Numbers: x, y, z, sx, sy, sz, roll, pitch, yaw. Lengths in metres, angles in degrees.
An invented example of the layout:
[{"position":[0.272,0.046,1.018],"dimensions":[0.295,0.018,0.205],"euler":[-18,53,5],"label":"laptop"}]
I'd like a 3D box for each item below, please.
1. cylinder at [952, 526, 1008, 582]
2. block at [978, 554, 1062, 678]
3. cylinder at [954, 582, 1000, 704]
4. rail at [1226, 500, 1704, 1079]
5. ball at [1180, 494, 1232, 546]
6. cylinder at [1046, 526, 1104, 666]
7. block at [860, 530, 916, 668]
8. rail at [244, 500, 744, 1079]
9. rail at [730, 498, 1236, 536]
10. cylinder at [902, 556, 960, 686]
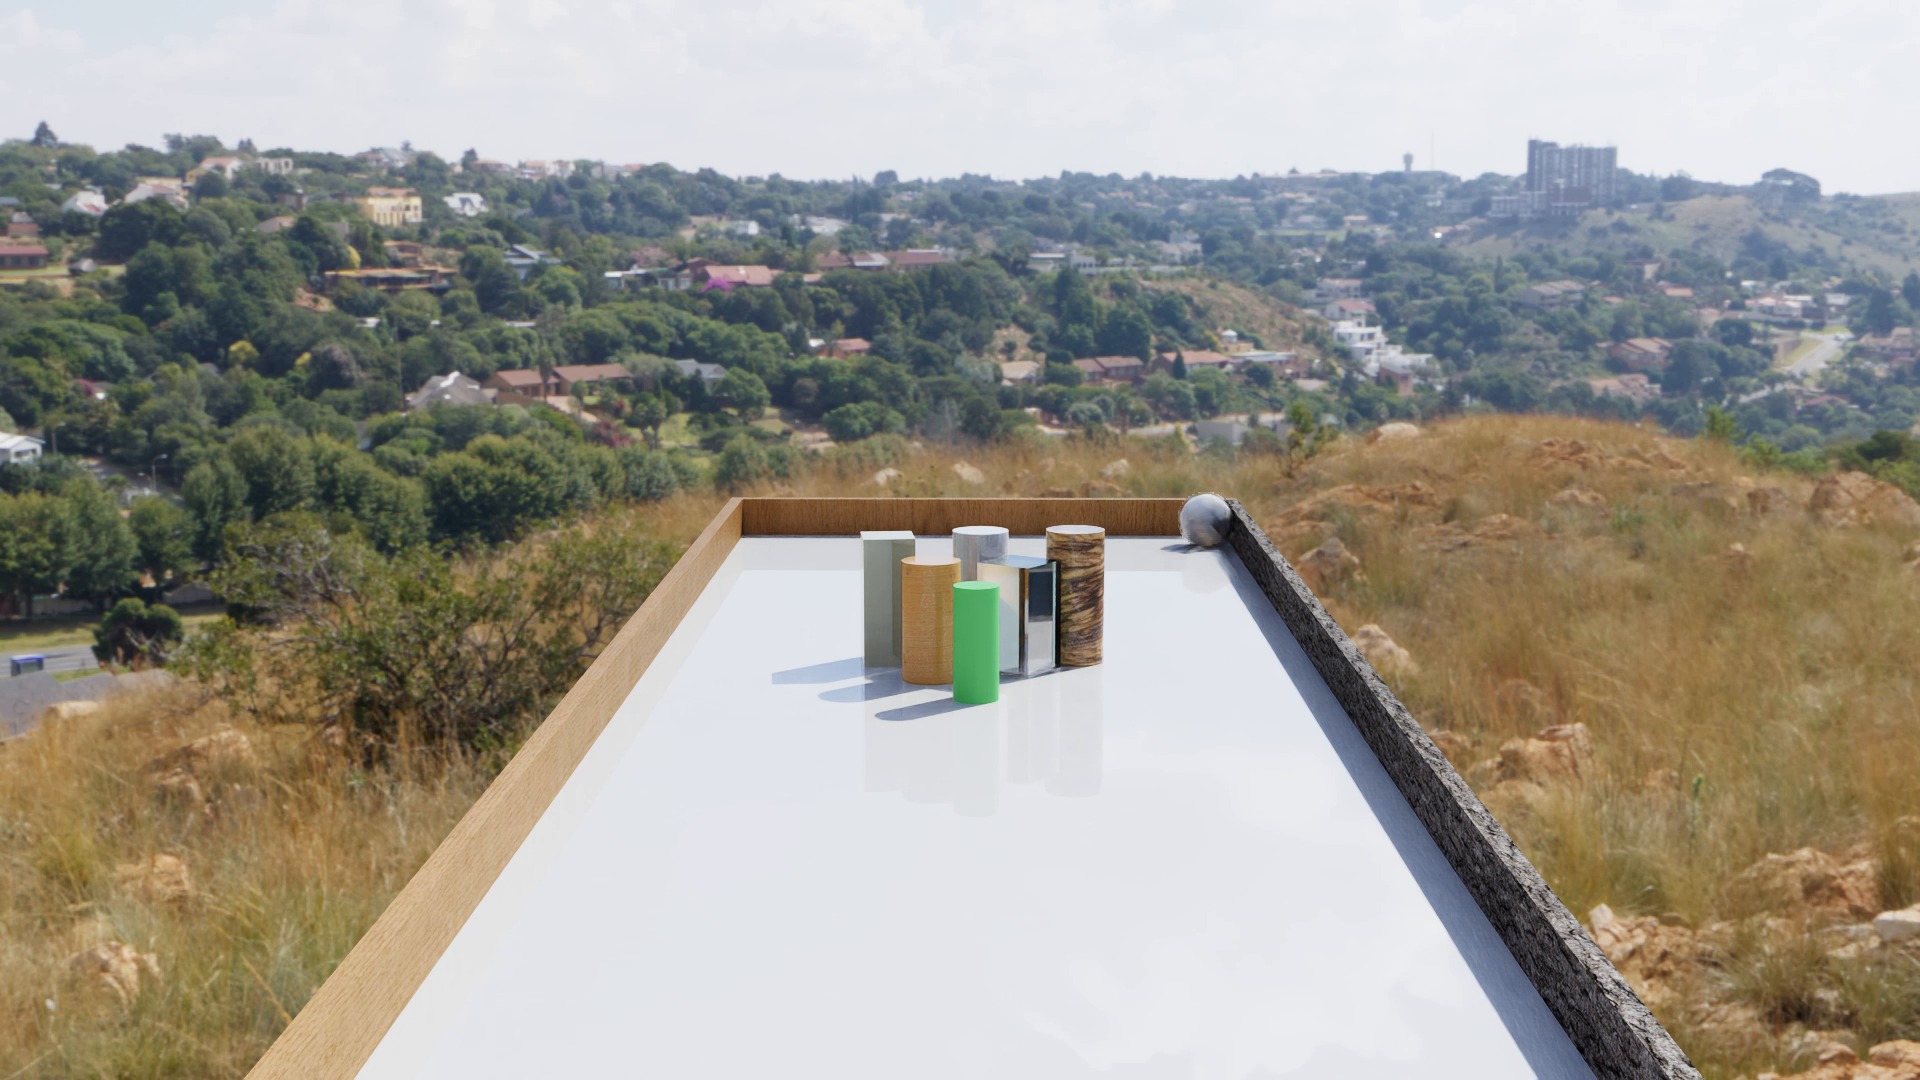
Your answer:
[{"position":[0.062,0.167,6.688],"dimensions":[0.170,0.397,0.170],"euler":[0,9,0],"label":"cylinder"},{"position":[0.176,0.224,6.552],"dimensions":[0.180,0.326,0.180],"euler":[6,11,34],"label":"block"},{"position":[0.046,0.287,6.162],"dimensions":[0.129,0.325,0.129],"euler":[0,9,0],"label":"cylinder"},{"position":[1.046,0.843,3.208],"dimensions":[0.050,0.150,12.000],"euler":[0,9,1],"label":"rail"},{"position":[0.991,-0.080,8.848],"dimensions":[0.209,0.209,0.209],"euler":[0,9,0],"label":"ball"},{"position":[0.348,0.168,6.659],"dimensions":[0.178,0.404,0.178],"euler":[0,9,0],"label":"cylinder"},{"position":[-0.218,0.177,6.655],"dimensions":[0.155,0.388,0.155],"euler":[-1,9,-6],"label":"block"},{"position":[-1.004,0.839,3.234],"dimensions":[0.050,0.150,12.000],"euler":[0,9,1],"label":"rail"},{"position":[0.099,-0.098,9.147],"dimensions":[2.100,0.150,0.050],"euler":[0,9,1],"label":"rail"},{"position":[-0.084,0.233,6.413],"dimensions":[0.173,0.353,0.173],"euler":[0,9,0],"label":"cylinder"}]
